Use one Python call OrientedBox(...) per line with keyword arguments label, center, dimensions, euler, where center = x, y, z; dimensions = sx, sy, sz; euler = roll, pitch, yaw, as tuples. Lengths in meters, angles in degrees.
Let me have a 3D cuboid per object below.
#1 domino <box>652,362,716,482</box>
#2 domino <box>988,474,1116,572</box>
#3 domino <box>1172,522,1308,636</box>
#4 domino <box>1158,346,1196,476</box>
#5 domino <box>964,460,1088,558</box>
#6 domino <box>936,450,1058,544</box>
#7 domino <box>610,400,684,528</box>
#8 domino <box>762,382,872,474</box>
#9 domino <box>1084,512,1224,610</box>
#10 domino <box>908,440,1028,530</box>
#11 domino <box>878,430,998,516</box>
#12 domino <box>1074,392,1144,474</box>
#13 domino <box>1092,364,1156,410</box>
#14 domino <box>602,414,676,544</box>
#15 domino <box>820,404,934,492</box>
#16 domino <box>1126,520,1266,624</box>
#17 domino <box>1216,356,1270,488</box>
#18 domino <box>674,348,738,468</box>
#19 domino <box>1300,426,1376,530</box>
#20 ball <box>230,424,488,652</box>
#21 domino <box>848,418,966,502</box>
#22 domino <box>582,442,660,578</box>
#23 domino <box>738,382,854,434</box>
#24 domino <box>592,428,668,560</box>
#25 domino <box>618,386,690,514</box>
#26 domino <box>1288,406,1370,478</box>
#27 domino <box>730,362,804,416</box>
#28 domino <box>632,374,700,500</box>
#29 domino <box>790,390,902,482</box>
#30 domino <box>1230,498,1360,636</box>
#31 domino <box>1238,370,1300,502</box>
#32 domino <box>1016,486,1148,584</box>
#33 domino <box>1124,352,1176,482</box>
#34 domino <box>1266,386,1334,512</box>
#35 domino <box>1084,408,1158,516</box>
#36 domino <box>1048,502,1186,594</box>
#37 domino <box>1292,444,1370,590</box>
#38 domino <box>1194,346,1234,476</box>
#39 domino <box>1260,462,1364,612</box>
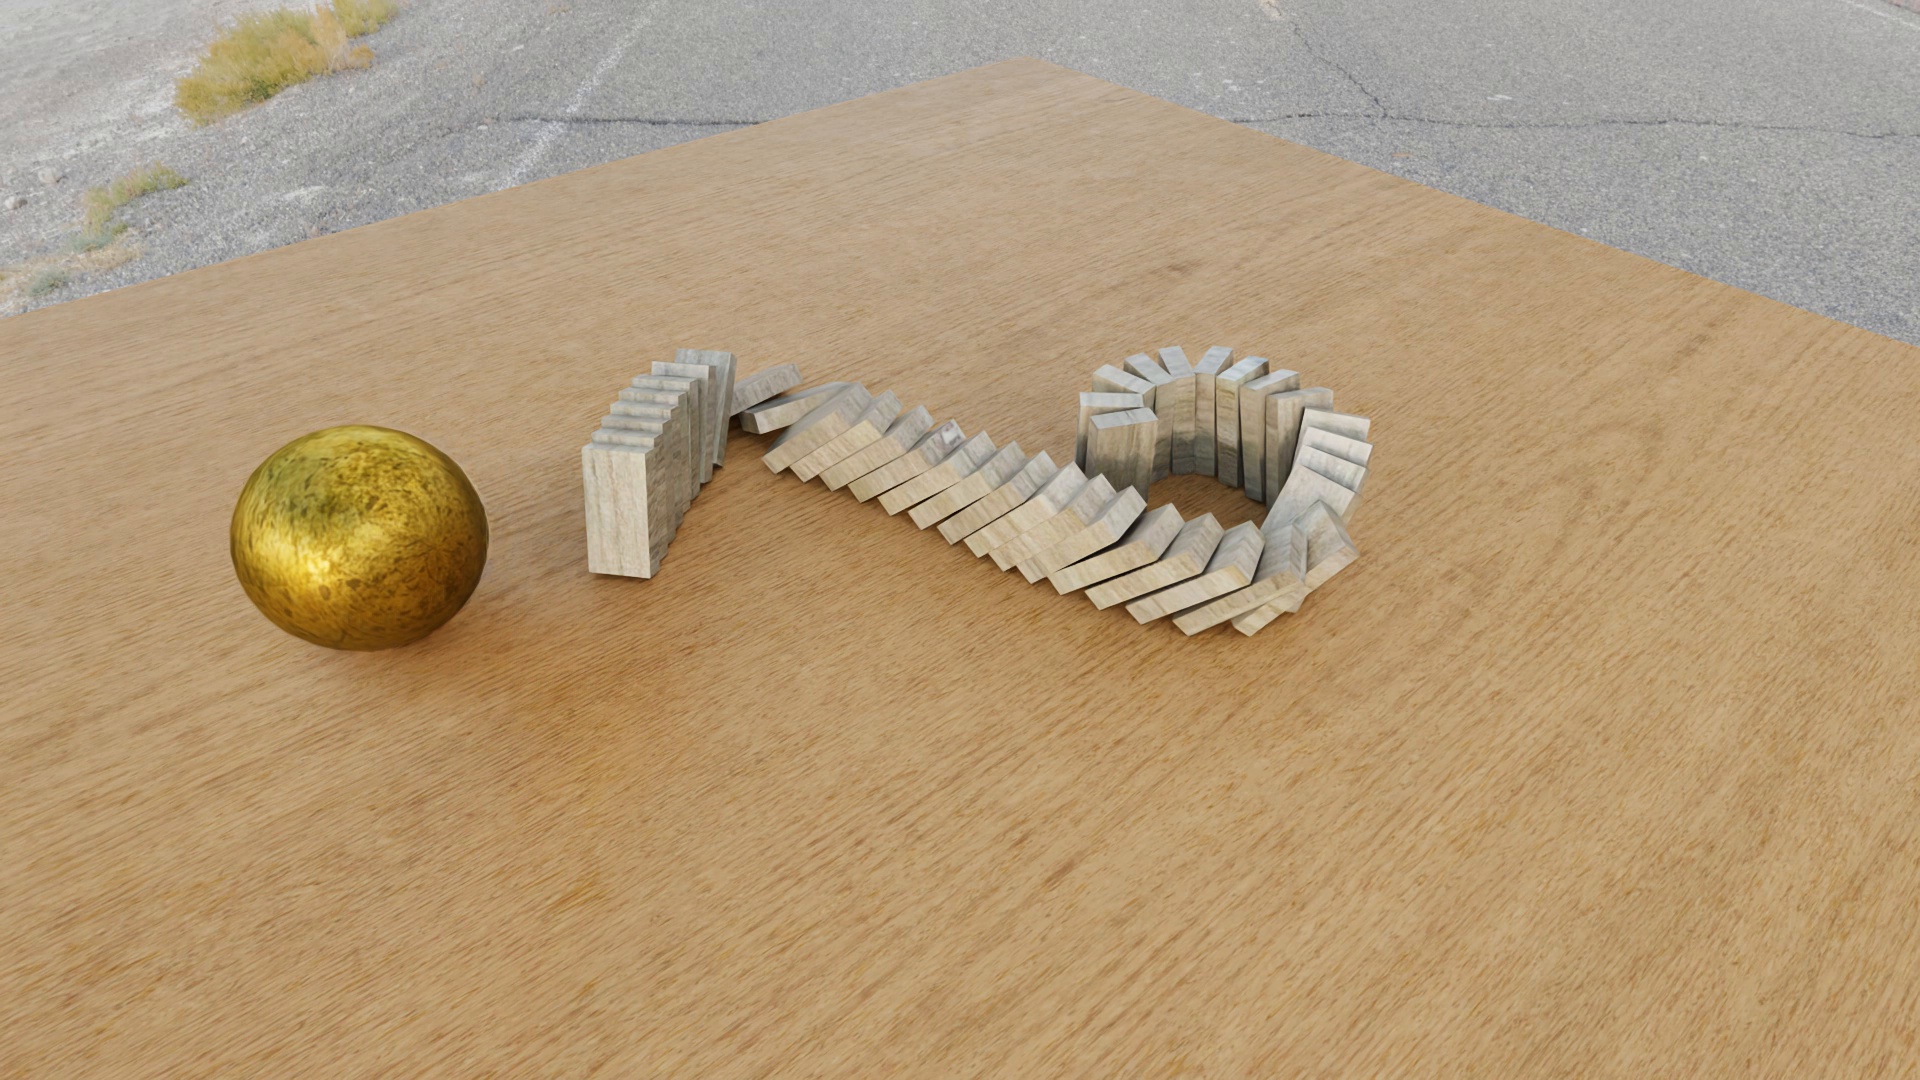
OrientedBox(label="domino", center=(-0.120, -0.051, 0.475), dimensions=(0.025, 0.050, 0.009), euler=(5, 10, 7))
OrientedBox(label="domino", center=(0.035, -0.006, 0.424), dimensions=(0.010, 0.050, 0.025), euler=(51, 49, -7))
OrientedBox(label="domino", center=(0.101, 0.014, 0.399), dimensions=(0.010, 0.050, 0.025), euler=(42, 42, -20))
OrientedBox(label="domino", center=(0.094, -0.056, 0.479), dimensions=(0.009, 0.050, 0.025), euler=(-9, 40, 0))
OrientedBox(label="domino", center=(0.025, -0.011, 0.430), dimensions=(0.010, 0.050, 0.025), euler=(51, 50, -7))
OrientedBox(label="domino", center=(0.014, -0.016, 0.437), dimensions=(0.009, 0.050, 0.025), euler=(52, 50, -6))
OrientedBox(label="domino", center=(-0.127, -0.031, 0.449), dimensions=(0.025, 0.050, 0.009), euler=(5, 19, 7))
OrientedBox(label="domino", center=(-0.062, -0.049, 0.479), dimensions=(0.050, 0.010, 0.025), euler=(-26, 23, 36))
OrientedBox(label="domino", center=(0.072, 0.008, 0.408), dimensions=(0.050, 0.009, 0.025), euler=(-26, 17, 46))
OrientedBox(label="domino", center=(0.003, -0.022, 0.444), dimensions=(0.010, 0.050, 0.025), euler=(54, 50, -8))
OrientedBox(label="domino", center=(-0.010, -0.027, 0.452), dimensions=(0.050, 0.009, 0.025), euler=(-23, 15, 49))
OrientedBox(label="domino", center=(0.061, -0.038, 0.457), dimensions=(0.025, 0.050, 0.010), euler=(2, 42, 2))
OrientedBox(label="domino", center=(0.068, -0.047, 0.469), dimensions=(0.025, 0.050, 0.009), euler=(30, 50, 32))
OrientedBox(label="domino", center=(-0.129, -0.024, 0.441), dimensions=(0.025, 0.050, 0.010), euler=(5, 19, 7))
OrientedBox(label="domino", center=(-0.036, -0.039, 0.467), dimensions=(0.050, 0.010, 0.025), euler=(-23, 20, 43))
OrientedBox(label="domino", center=(0.086, 0.012, 0.402), dimensions=(0.050, 0.009, 0.025), euler=(-27, 21, 44))
OrientedBox(label="domino", center=(0.122, -0.051, 0.473), dimensions=(0.025, 0.050, 0.009), euler=(-32, 37, -33))
OrientedBox(label="domino", center=(-0.116, -0.059, 0.490), dimensions=(0.025, 0.010, 0.050), euler=(5, 84, 7))
OrientedBox(label="domino", center=(0.142, -0.017, 0.434), dimensions=(0.025, 0.050, 0.009), euler=(21, 16, 24))
OrientedBox(label="ball", center=(-0.210, -0.001, 0.388), dimensions=(0.080, 0.080, 0.080), euler=(0, 39, 0))
OrientedBox(label="domino", center=(-0.023, -0.033, 0.459), dimensions=(0.050, 0.009, 0.025), euler=(-22, 17, 47))
OrientedBox(label="domino", center=(-0.131, -0.011, 0.425), dimensions=(0.025, 0.050, 0.009), euler=(5, 19, 7))
OrientedBox(label="domino", center=(-0.075, -0.062, 0.511), dimensions=(0.050, 0.009, 0.025), euler=(-21, 19, -24))
OrientedBox(label="domino", center=(-0.130, -0.018, 0.433), dimensions=(0.025, 0.050, 0.009), euler=(5, 19, 7))
OrientedBox(label="domino", center=(-0.126, -0.037, 0.456), dimensions=(0.025, 0.050, 0.010), euler=(5, 19, 7))
OrientedBox(label="domino", center=(0.146, -0.027, 0.444), dimensions=(0.025, 0.050, 0.010), euler=(12, 16, 12))
OrientedBox(label="domino", center=(-0.102, -0.069, 0.520), dimensions=(0.050, 0.010, 0.025), euler=(-33, 22, -34))
OrientedBox(label="domino", center=(-0.124, -0.043, 0.464), dimensions=(0.025, 0.050, 0.009), euler=(5, 18, 7))
OrientedBox(label="domino", center=(-0.049, -0.045, 0.474), dimensions=(0.050, 0.009, 0.025), euler=(-25, 23, 36))
OrientedBox(label="domino", center=(0.118, 0.010, 0.402), dimensions=(0.009, 0.050, 0.025), euler=(29, 32, -32))
OrientedBox(label="domino", center=(0.132, -0.044, 0.465), dimensions=(0.025, 0.050, 0.010), euler=(-22, 27, -25))
OrientedBox(label="domino", center=(0.046, -0.002, 0.419), dimensions=(0.009, 0.050, 0.025), euler=(51, 49, -7))
OrientedBox(label="domino", center=(0.081, -0.052, 0.475), dimensions=(0.009, 0.050, 0.025), euler=(-20, 43, -17))
OrientedBox(label="domino", center=(0.141, -0.036, 0.456), dimensions=(0.025, 0.050, 0.009), euler=(-10, 20, -12))
OrientedBox(label="domino", center=(0.064, -0.028, 0.446), dimensions=(0.025, 0.050, 0.010), euler=(-10, 40, -12))
OrientedBox(label="domino", center=(0.058, 0.004, 0.414), dimensions=(0.050, 0.010, 0.025), euler=(-25, 15, 48))
OrientedBox(label="domino", center=(0.135, -0.009, 0.424), dimensions=(0.025, 0.050, 0.010), euler=(27, 15, 29))
OrientedBox(label="domino", center=(0.110, -0.056, 0.479), dimensions=(0.010, 0.050, 0.025), euler=(12, 40, 28))
OrientedBox(label="domino", center=(0.127, -0.001, 0.415), dimensions=(0.025, 0.050, 0.009), euler=(36, 17, 35))
